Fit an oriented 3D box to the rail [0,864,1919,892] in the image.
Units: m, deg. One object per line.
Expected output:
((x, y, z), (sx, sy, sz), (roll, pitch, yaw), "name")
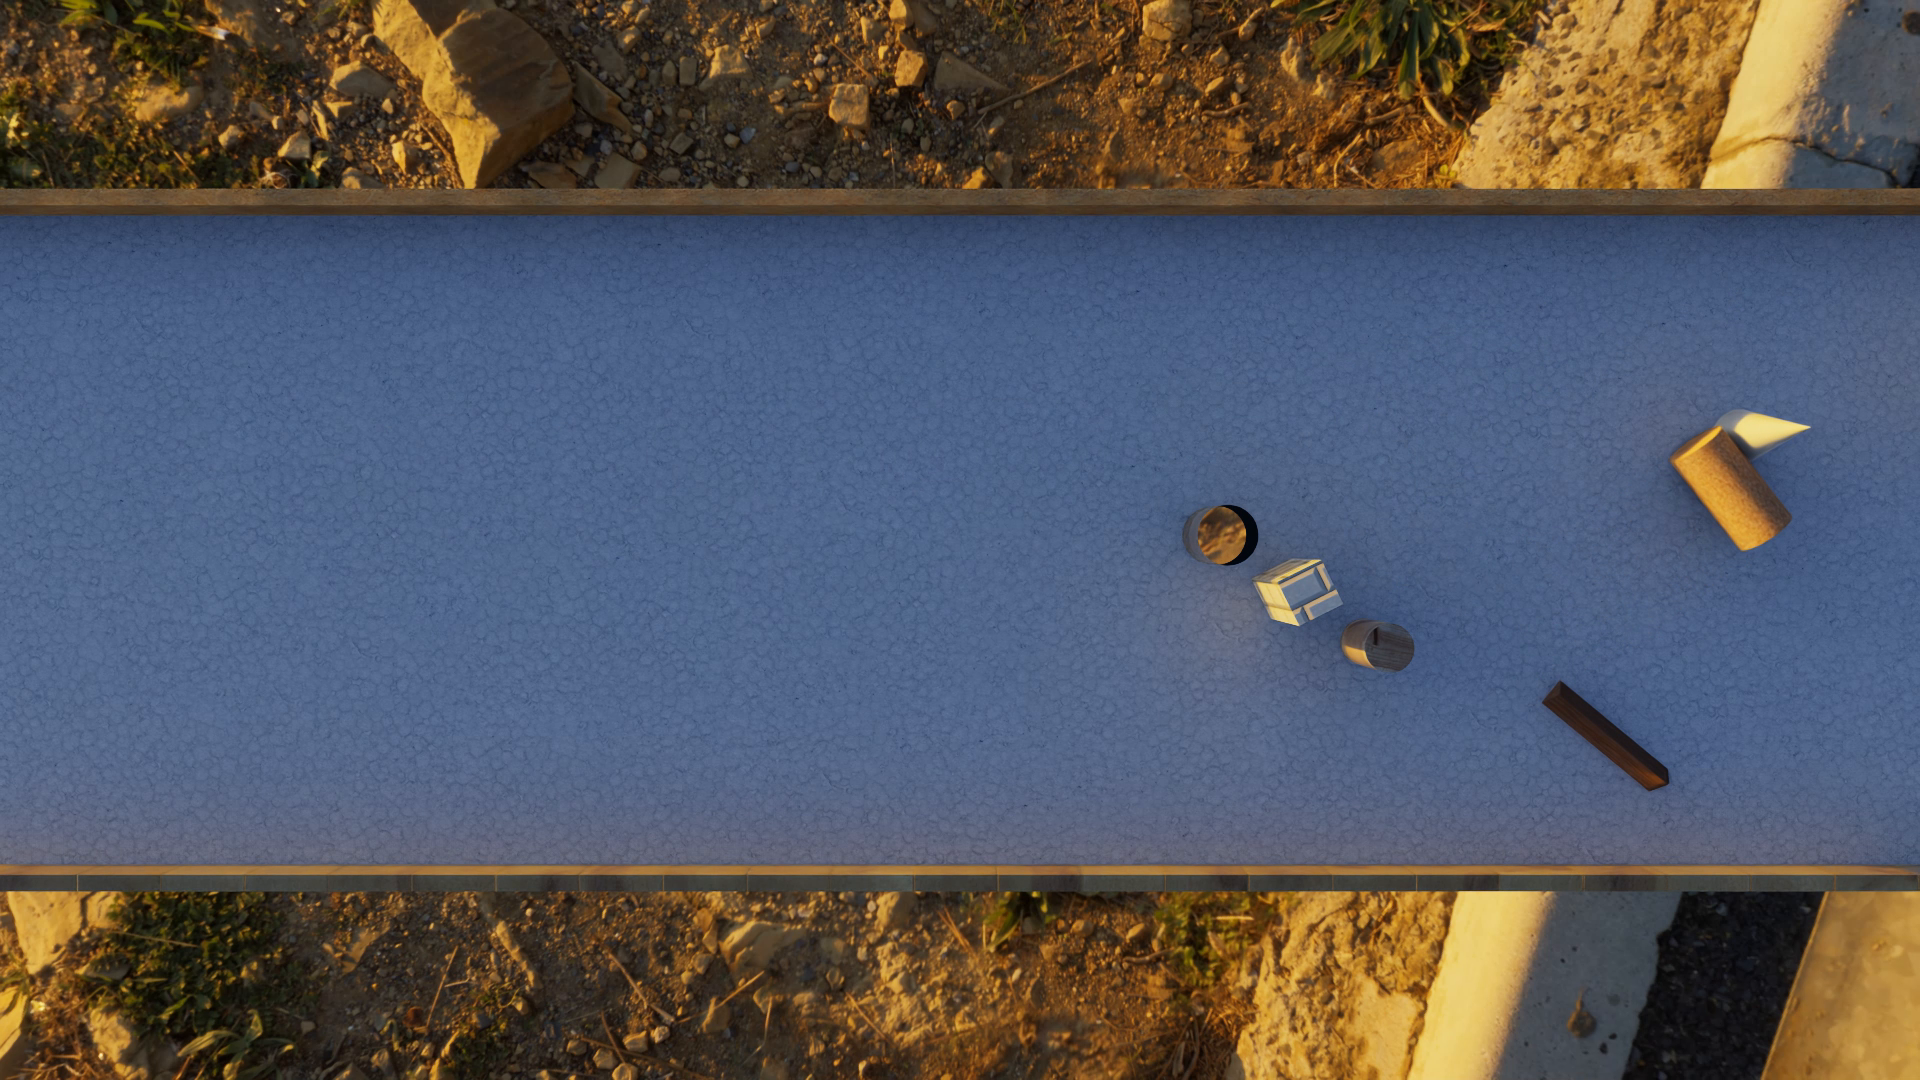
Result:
((-2.247, 1.025, 5.001), (12.000, 0.150, 0.050), (0, 90, 0), "rail")

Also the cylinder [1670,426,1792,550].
((2.329, -0.156, 4.989), (0.175, 0.175, 0.342), (-38, 90, 0), "cylinder")

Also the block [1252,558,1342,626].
((0.989, 0.149, 4.866), (0.139, 0.421, 0.139), (-26, 90, 0), "block")

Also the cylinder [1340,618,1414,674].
((1.243, 0.313, 4.923), (0.144, 0.307, 0.144), (0, 90, 0), "cylinder")

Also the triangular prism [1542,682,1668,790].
((1.983, 0.603, 5.037), (0.428, 0.076, 0.087), (40, 90, 0), "triangular prism")

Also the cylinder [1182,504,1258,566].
((0.772, -0.014, 4.912), (0.176, 0.328, 0.176), (0, 90, 0), "cylinder")

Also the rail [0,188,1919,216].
((-2.247, -1.025, 5.002), (12.000, 0.150, 0.050), (0, 90, 0), "rail")

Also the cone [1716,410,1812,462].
((2.400, -0.318, 4.863), (0.168, 0.427, 0.168), (0, 90, 0), "cone")
